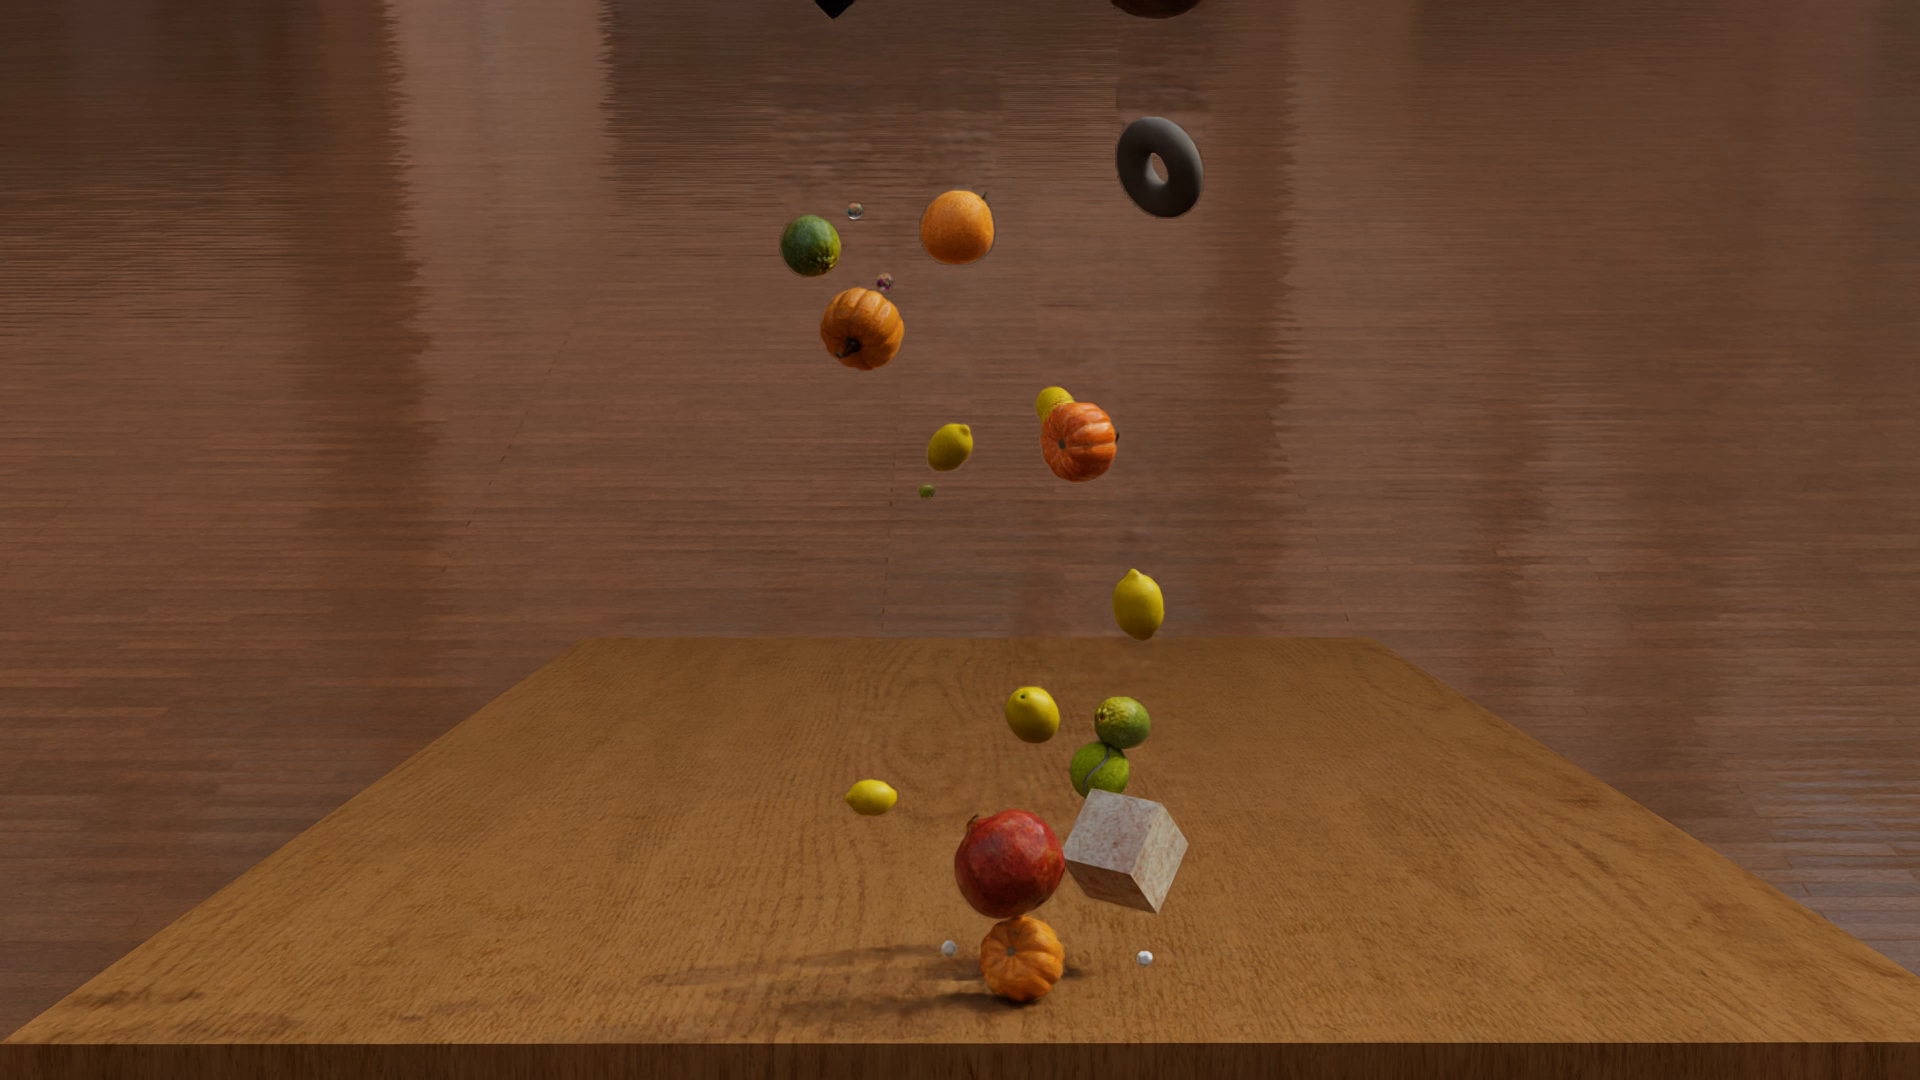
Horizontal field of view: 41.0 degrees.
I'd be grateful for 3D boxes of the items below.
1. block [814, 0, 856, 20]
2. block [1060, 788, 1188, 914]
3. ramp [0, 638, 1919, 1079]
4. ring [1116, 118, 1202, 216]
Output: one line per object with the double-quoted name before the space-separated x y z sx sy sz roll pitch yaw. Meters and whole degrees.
"block" -0.120 -0.578 2.455 0.093 0.093 0.093 -37 30 20
"block" 0.182 0.345 2.847 0.091 0.091 0.091 9 59 33
"ramp" 0.047 0.422 4.534 2.000 0.100 4.000 0 4 0
"ring" 0.206 -0.384 2.646 0.036 0.107 0.107 -30 34 -35
